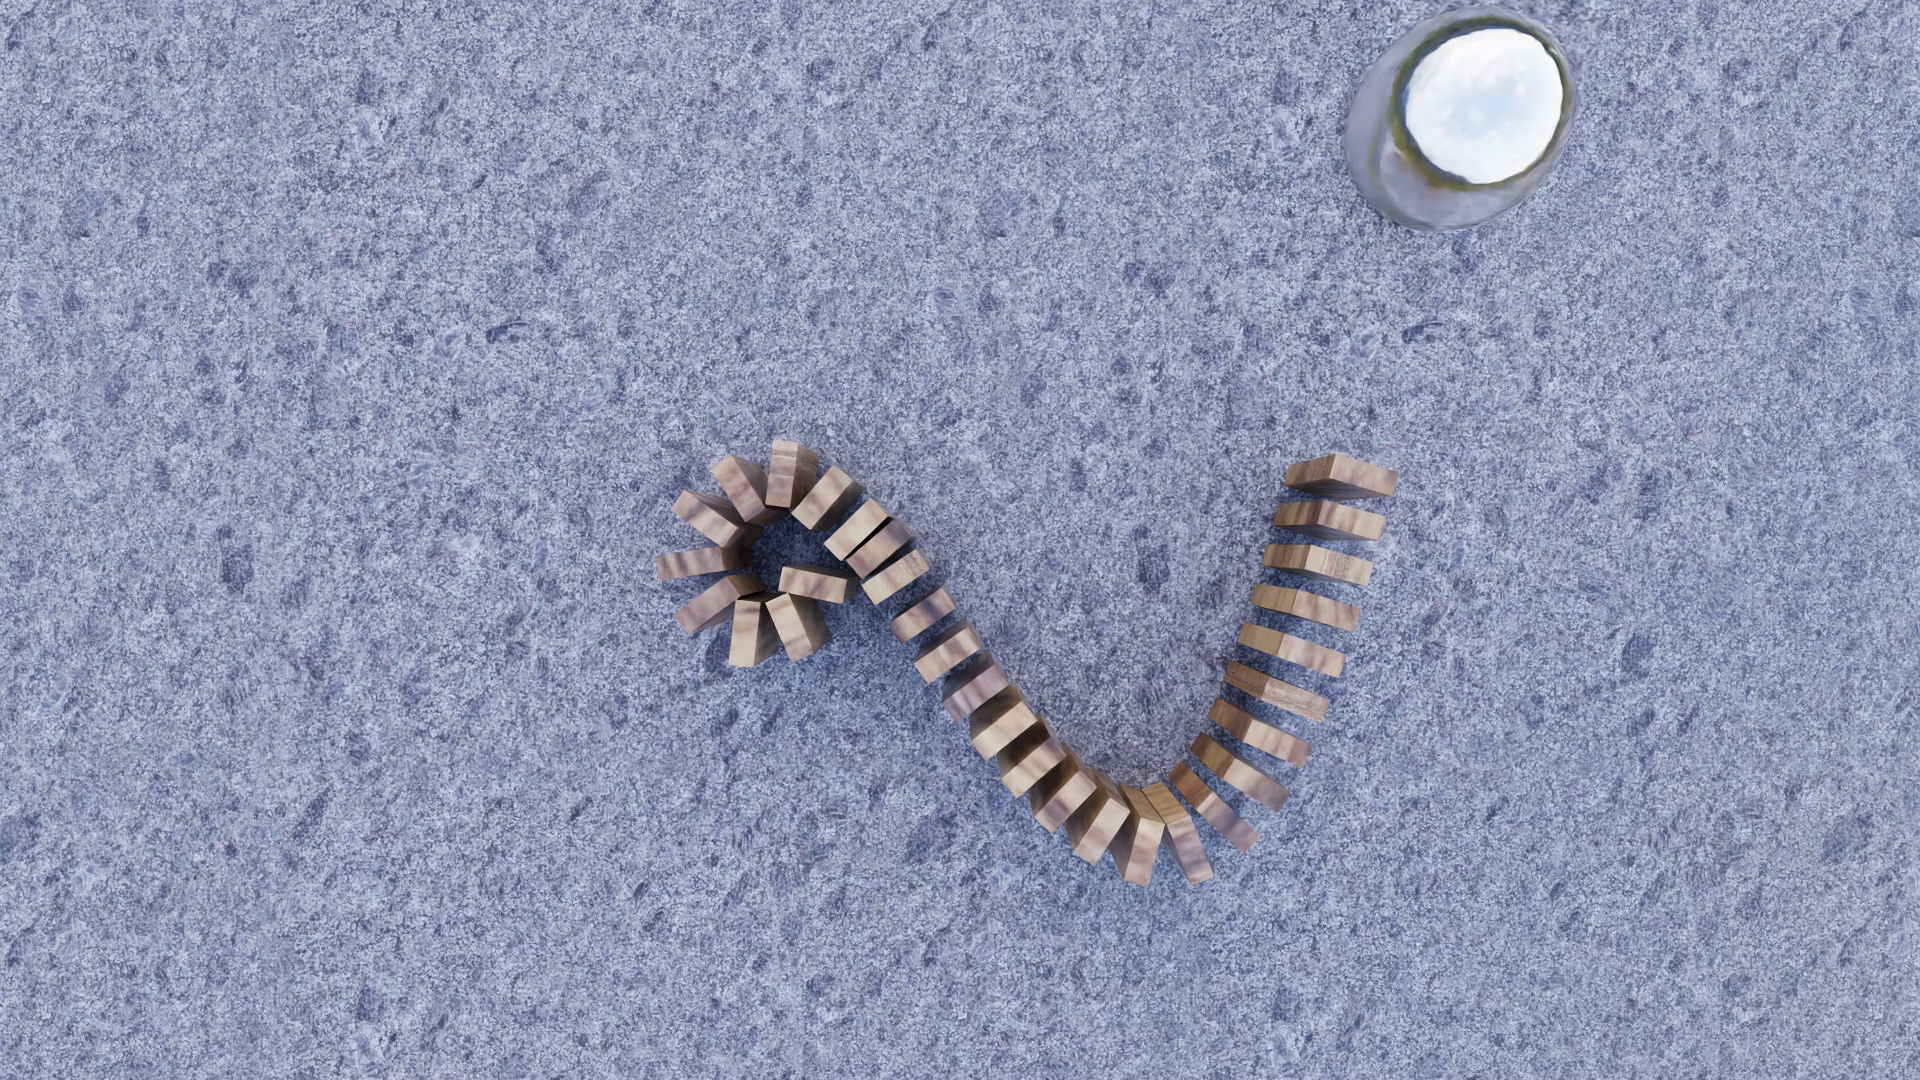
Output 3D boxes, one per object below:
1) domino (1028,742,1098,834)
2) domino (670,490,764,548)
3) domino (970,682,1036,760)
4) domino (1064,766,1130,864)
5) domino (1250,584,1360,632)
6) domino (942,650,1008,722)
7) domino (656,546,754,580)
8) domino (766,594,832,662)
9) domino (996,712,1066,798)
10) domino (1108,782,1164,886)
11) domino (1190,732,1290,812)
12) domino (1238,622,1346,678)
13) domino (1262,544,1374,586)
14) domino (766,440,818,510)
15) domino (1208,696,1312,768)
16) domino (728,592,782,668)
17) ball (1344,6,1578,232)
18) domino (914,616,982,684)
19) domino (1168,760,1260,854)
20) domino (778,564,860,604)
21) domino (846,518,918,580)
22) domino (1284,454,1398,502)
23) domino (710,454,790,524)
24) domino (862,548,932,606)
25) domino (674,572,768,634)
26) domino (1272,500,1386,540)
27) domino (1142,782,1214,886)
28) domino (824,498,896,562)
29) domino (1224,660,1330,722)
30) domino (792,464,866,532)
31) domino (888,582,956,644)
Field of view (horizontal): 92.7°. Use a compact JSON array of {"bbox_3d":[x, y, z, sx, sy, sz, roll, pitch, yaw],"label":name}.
[{"bbox_3d":[0.040,0.100,0.375,0.010,0.050,0.025,44,90,0],"label":"domino"},{"bbox_3d":[-0.098,-0.008,0.375,0.025,0.050,0.010,36,90,0],"label":"domino"},{"bbox_3d":[0.017,0.073,0.375,0.025,0.050,0.010,-38,90,0],"label":"domino"},{"bbox_3d":[0.054,0.111,0.375,0.010,0.050,0.025,34,90,0],"label":"domino"},{"bbox_3d":[0.140,0.027,0.375,0.025,0.050,0.009,17,90,0],"label":"domino"},{"bbox_3d":[0.006,0.059,0.375,0.025,0.050,0.009,-36,90,0],"label":"domino"},{"bbox_3d":[-0.103,0.009,0.375,0.025,0.050,0.010,-9,90,0],"label":"domino"},{"bbox_3d":[-0.065,0.034,0.375,0.010,0.050,0.025,-24,90,0],"label":"domino"},{"bbox_3d":[0.028,0.087,0.375,0.025,0.050,0.009,-41,90,0],"label":"domino"},{"bbox_3d":[0.070,0.119,0.375,0.010,0.050,0.025,15,90,0],"label":"domino"},{"bbox_3d":[0.113,0.094,0.375,0.025,0.050,0.009,31,90,0],"label":"domino"},{"bbox_3d":[0.134,0.044,0.375,0.025,0.050,0.009,19,90,0],"label":"domino"},{"bbox_3d":[0.145,0.010,0.375,0.025,0.050,0.009,16,90,0],"label":"domino"},{"bbox_3d":[-0.068,-0.025,0.375,0.010,0.050,0.025,7,90,0],"label":"domino"},{"bbox_3d":[0.121,0.078,0.375,0.025,0.050,0.010,24,90,0],"label":"domino"},{"bbox_3d":[-0.082,0.036,0.375,0.009,0.050,0.025,7,90,0],"label":"domino"},{"bbox_3d":[0.195,-0.163,0.360,0.080,0.080,0.080,0,90,0],"label":"ball"},{"bbox_3d":[-0.005,0.044,0.375,0.025,0.050,0.010,-35,90,0],"label":"domino"},{"bbox_3d":[0.103,0.108,0.375,0.025,0.050,0.009,43,90,0],"label":"domino"},{"bbox_3d":[-0.056,0.017,0.375,0.025,0.050,0.010,12,90,0],"label":"domino"},{"bbox_3d":[-0.031,0.003,0.375,0.025,0.050,0.009,-41,90,0],"label":"domino"},{"bbox_3d":[0.154,-0.025,0.375,0.025,0.050,0.009,16,90,0],"label":"domino"},{"bbox_3d":[-0.085,-0.020,0.375,0.010,0.050,0.025,-33,90,0],"label":"domino"},{"bbox_3d":[-0.025,0.014,0.375,0.025,0.050,0.009,-34,90,0],"label":"domino"},{"bbox_3d":[-0.097,0.025,0.375,0.025,0.050,0.009,-36,90,0],"label":"domino"},{"bbox_3d":[0.150,-0.008,0.375,0.025,0.050,0.009,15,90,0],"label":"domino"},{"bbox_3d":[0.088,0.119,0.375,0.010,0.050,0.025,-21,90,0],"label":"domino"},{"bbox_3d":[-0.040,-0.004,0.375,0.025,0.050,0.009,-44,90,0],"label":"domino"},{"bbox_3d":[0.128,0.061,0.375,0.025,0.050,0.009,21,90,0],"label":"domino"},{"bbox_3d":[-0.053,-0.016,0.375,0.009,0.050,0.025,41,90,0],"label":"domino"},{"bbox_3d":[-0.015,0.029,0.375,0.025,0.050,0.010,-34,90,0],"label":"domino"}]
